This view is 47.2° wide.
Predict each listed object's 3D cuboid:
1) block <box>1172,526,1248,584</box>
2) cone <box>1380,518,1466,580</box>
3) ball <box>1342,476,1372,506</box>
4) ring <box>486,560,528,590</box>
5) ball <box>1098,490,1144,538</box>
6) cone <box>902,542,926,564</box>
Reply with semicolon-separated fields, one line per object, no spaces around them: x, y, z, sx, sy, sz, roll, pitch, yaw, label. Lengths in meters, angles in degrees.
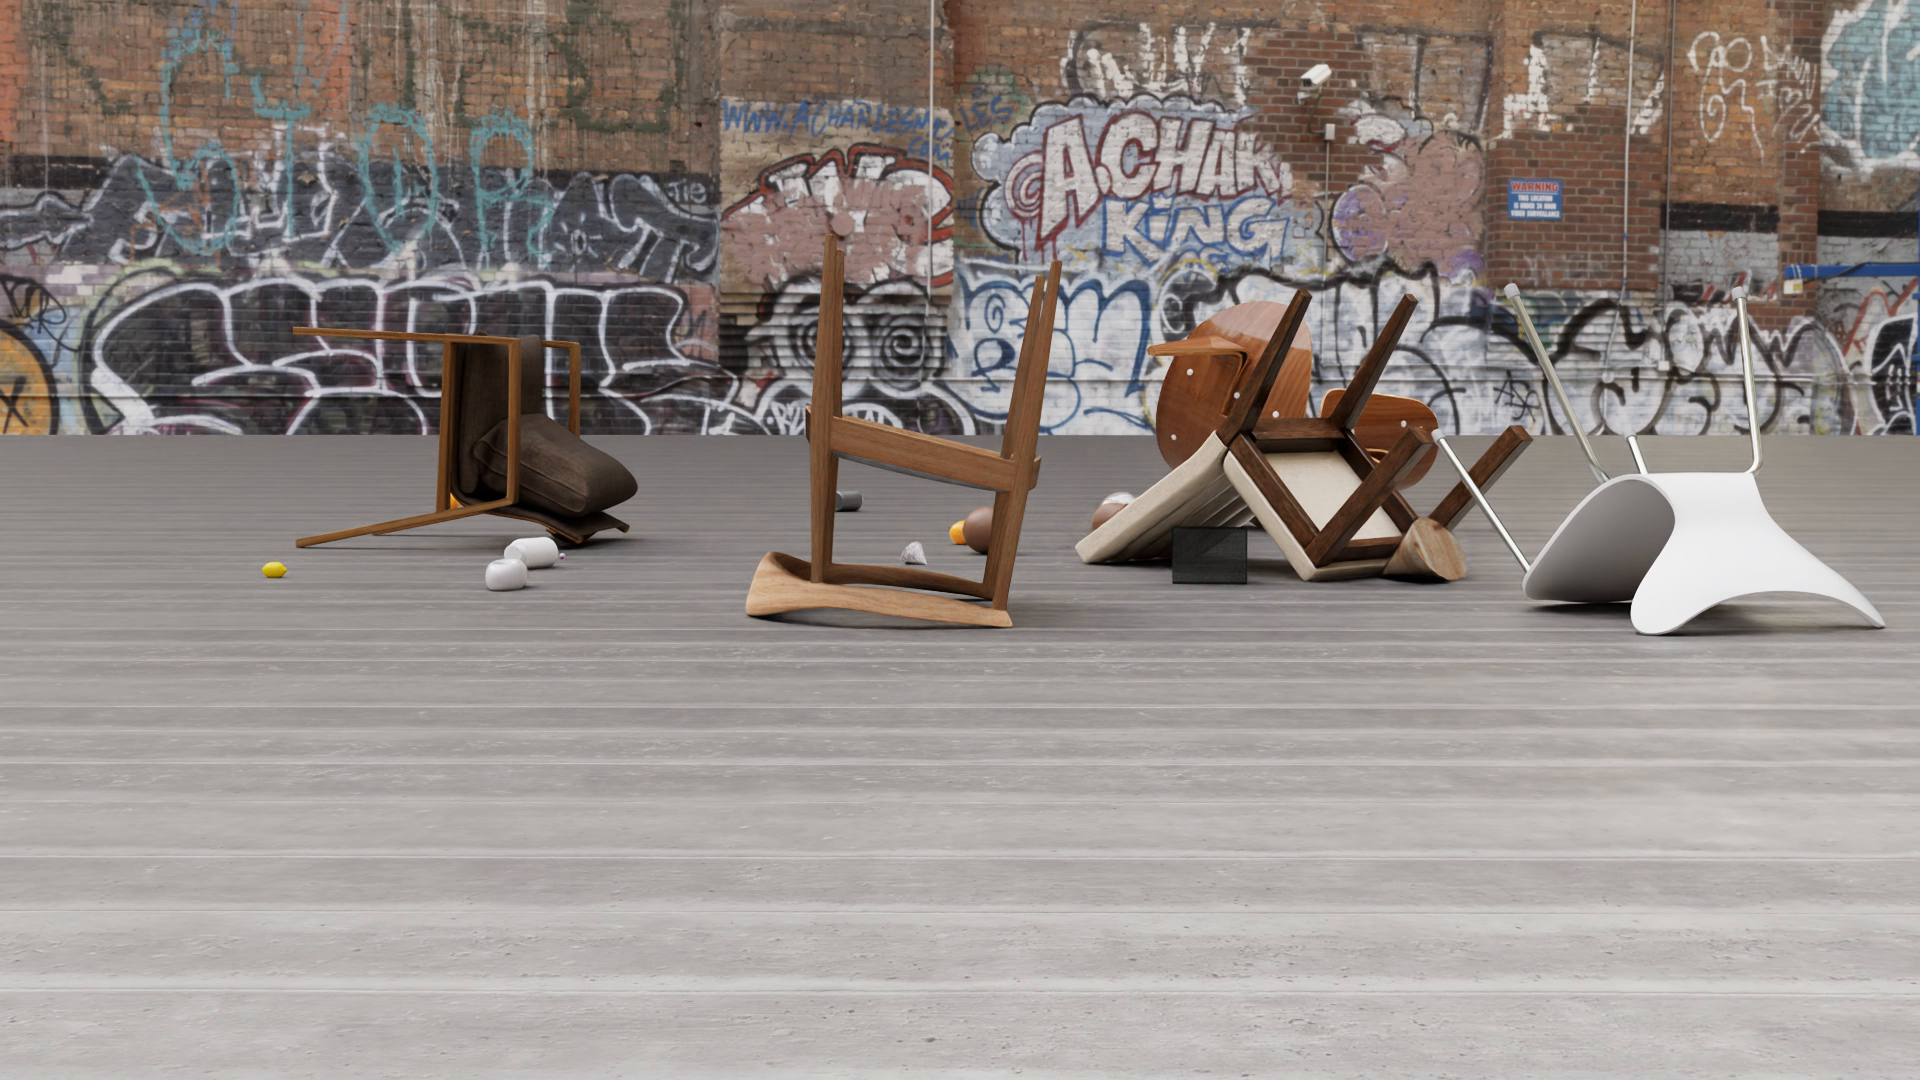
0.579;0.035;5.108;0.170;0.127;0.098;0;4;4;block
1.061;0.056;5.194;0.163;0.161;0.290;-29;-20;30;cone
1.522;-0.190;8.436;0.119;0.119;0.119;0;4;0;ball
-1.023;0.079;4.961;0.087;0.061;0.188;2;5;0;ring
0.486;-0.077;6.634;0.142;0.142;0.142;0;4;0;ball
-0.104;0.048;5.633;0.070;0.065;0.061;-13;40;-43;cone
